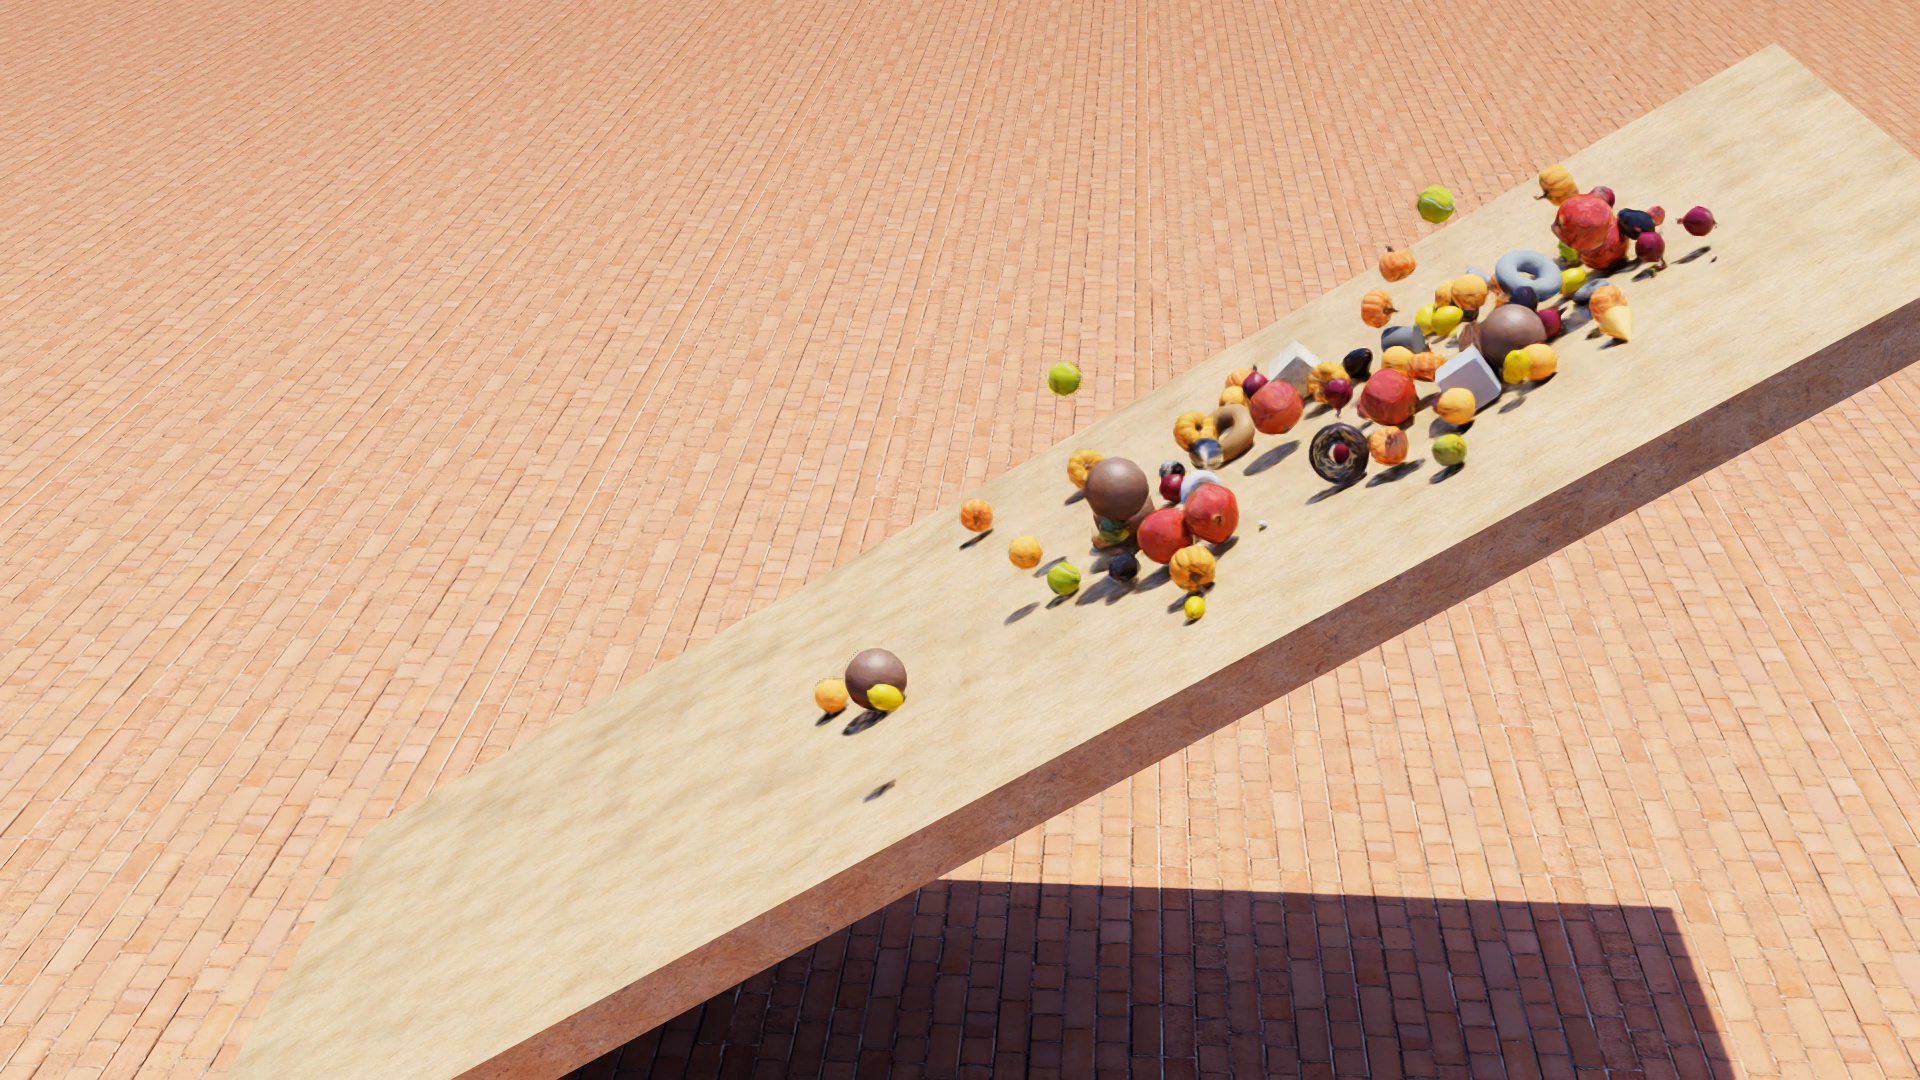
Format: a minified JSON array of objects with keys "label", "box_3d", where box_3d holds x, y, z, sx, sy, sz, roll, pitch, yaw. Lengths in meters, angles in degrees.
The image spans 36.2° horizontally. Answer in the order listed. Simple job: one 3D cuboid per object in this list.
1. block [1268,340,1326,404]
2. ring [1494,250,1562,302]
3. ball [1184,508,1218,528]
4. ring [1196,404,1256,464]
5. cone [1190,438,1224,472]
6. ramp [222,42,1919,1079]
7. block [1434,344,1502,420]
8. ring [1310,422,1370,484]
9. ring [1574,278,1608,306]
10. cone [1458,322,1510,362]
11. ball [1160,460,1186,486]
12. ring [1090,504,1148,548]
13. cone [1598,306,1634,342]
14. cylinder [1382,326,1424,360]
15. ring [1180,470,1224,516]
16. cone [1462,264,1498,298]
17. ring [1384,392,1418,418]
[{"label":"block","box_3d":[0.727,-0.363,6.353,0.084,0.084,0.084,37,23,-16]},{"label":"ring","box_3d":[1.147,-0.533,5.940,0.139,0.046,0.139,5,45,-5]},{"label":"ball","box_3d":[0.490,-0.056,5.969,0.067,0.067,0.067,0,19,0]},{"label":"ring","box_3d":[0.571,-0.229,6.315,0.049,0.146,0.146,40,-7,-36]},{"label":"cone","box_3d":[0.520,-0.172,6.195,0.072,0.072,0.072,1,13,4]},{"label":"ramp","box_3d":[0.142,0.168,6.288,4.000,0.100,2.000,-29,15,13]},{"label":"block","box_3d":[0.984,-0.306,5.693,0.090,0.090,0.090,-35,12,17]},{"label":"ring","box_3d":[0.737,-0.168,5.718,0.119,0.119,0.040,6,6,18]},{"label":"ring","box_3d":[1.263,-0.497,5.889,0.077,0.026,0.077,-34,11,8]},{"label":"cone","box_3d":[1.070,-0.393,5.903,0.097,0.097,0.097,-6,19,-35]},{"label":"ball","box_3d":[0.458,-0.147,6.349,0.056,0.056,0.056,0,19,0]},{"label":"ring","box_3d":[0.337,-0.029,6.242,0.134,0.045,0.134,-30,15,9]},{"label":"cone","box_3d":[1.255,-0.395,5.564,0.070,0.070,0.070,-5,41,-13]},{"label":"cylinder","box_3d":[0.932,-0.415,6.186,0.069,0.069,0.069,-3,15,32]},{"label":"ring","box_3d":[0.487,-0.095,5.917,0.094,0.094,0.031,-6,4,-18]},{"label":"cone","box_3d":[1.130,-0.556,6.342,0.071,0.071,0.071,8,20,26]},{"label":"ring","box_3d":[0.889,-0.271,5.927,0.075,0.025,0.075,-30,13,8]}]
